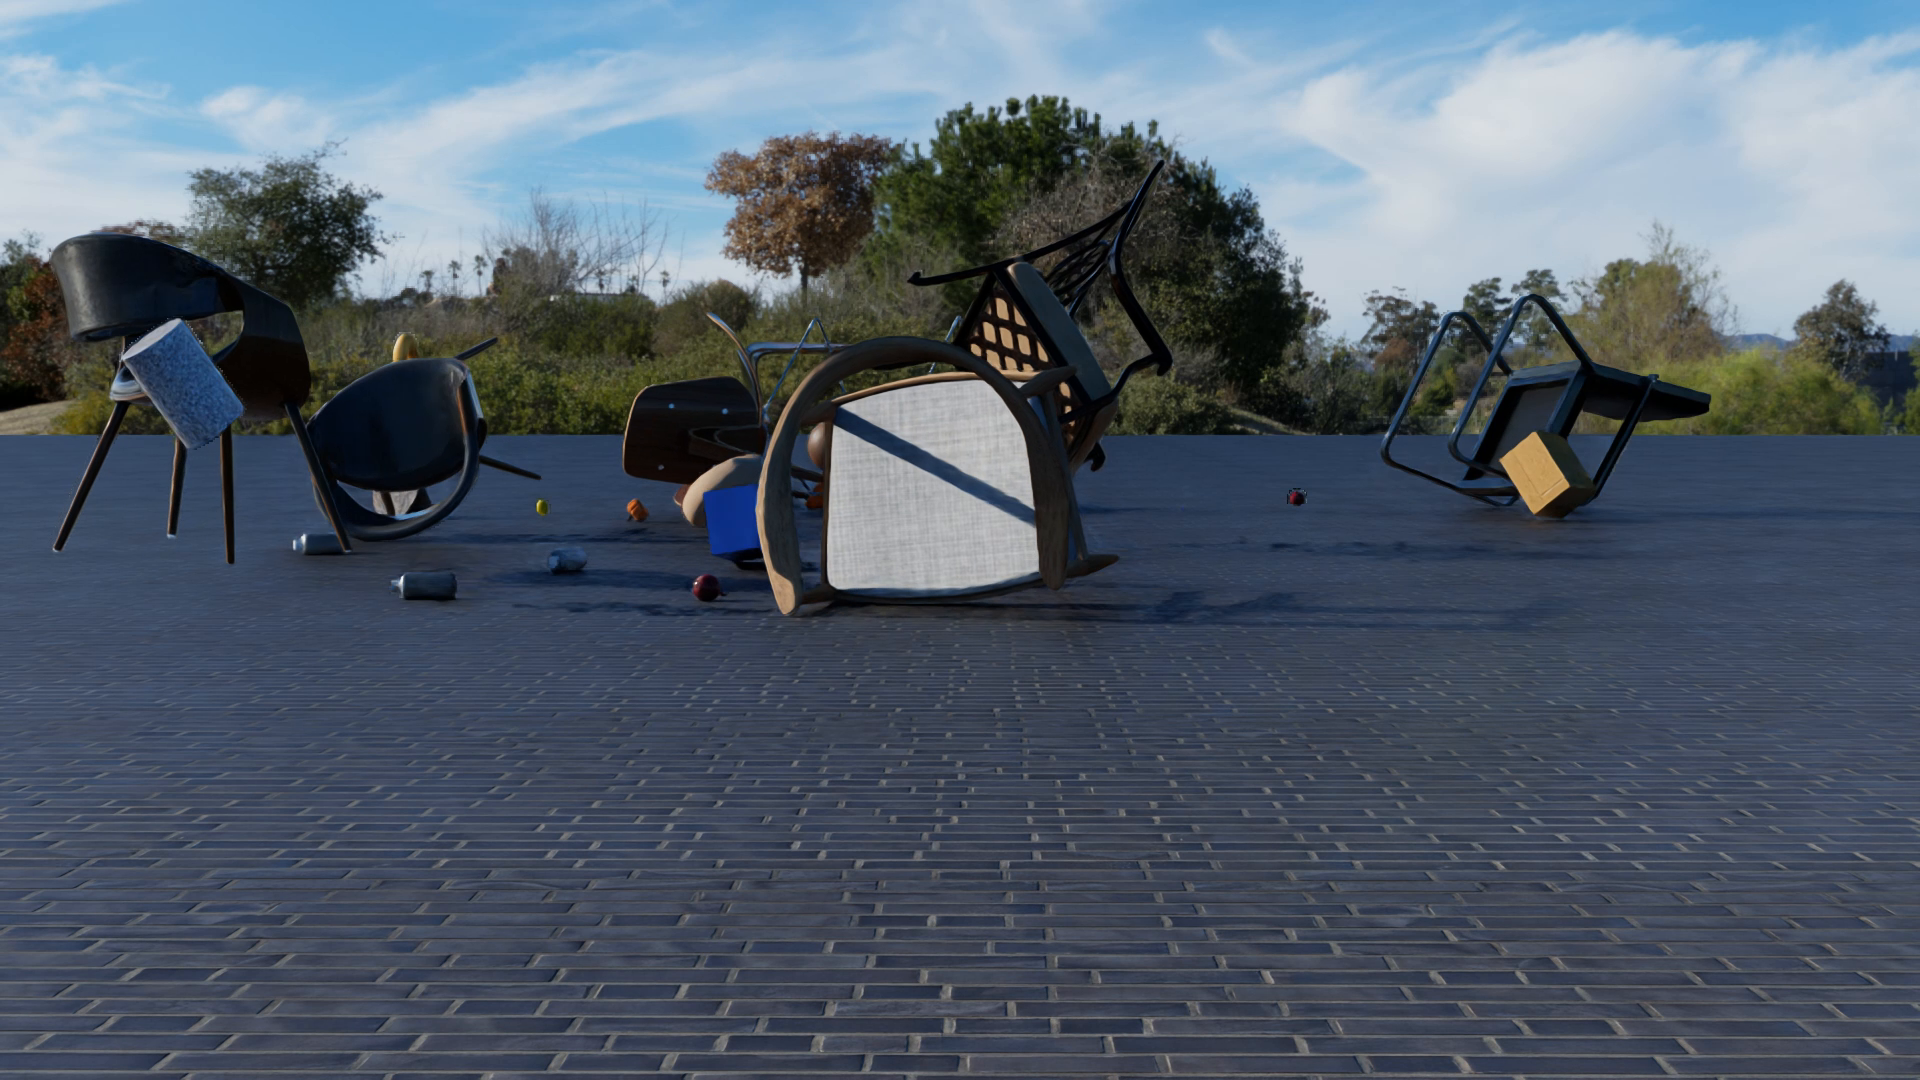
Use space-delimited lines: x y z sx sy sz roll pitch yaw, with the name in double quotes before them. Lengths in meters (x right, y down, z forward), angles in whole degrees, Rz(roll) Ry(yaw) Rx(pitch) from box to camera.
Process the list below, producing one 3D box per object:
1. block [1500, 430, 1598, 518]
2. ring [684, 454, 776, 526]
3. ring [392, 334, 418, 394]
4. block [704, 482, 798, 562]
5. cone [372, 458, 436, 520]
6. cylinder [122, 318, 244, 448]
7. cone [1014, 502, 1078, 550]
"block" 2.015 -0.222 7.528 0.193 0.236 0.165 5 -40 -46
"ring" -0.747 -0.157 7.162 0.333 0.114 0.288 -31 -21 2
"ring" -1.919 -0.611 7.616 0.057 0.213 0.095 13 20 24
"block" -0.528 -0.043 5.568 0.166 0.158 0.265 -9 -6 7
"cone" -1.902 -0.131 7.698 0.200 0.245 0.221 -29 -36 14
"cylinder" -1.625 -0.328 4.604 0.127 0.225 0.169 -19 26 23
"cone" 0.203 -0.010 6.218 0.215 0.133 0.171 -16 15 44
